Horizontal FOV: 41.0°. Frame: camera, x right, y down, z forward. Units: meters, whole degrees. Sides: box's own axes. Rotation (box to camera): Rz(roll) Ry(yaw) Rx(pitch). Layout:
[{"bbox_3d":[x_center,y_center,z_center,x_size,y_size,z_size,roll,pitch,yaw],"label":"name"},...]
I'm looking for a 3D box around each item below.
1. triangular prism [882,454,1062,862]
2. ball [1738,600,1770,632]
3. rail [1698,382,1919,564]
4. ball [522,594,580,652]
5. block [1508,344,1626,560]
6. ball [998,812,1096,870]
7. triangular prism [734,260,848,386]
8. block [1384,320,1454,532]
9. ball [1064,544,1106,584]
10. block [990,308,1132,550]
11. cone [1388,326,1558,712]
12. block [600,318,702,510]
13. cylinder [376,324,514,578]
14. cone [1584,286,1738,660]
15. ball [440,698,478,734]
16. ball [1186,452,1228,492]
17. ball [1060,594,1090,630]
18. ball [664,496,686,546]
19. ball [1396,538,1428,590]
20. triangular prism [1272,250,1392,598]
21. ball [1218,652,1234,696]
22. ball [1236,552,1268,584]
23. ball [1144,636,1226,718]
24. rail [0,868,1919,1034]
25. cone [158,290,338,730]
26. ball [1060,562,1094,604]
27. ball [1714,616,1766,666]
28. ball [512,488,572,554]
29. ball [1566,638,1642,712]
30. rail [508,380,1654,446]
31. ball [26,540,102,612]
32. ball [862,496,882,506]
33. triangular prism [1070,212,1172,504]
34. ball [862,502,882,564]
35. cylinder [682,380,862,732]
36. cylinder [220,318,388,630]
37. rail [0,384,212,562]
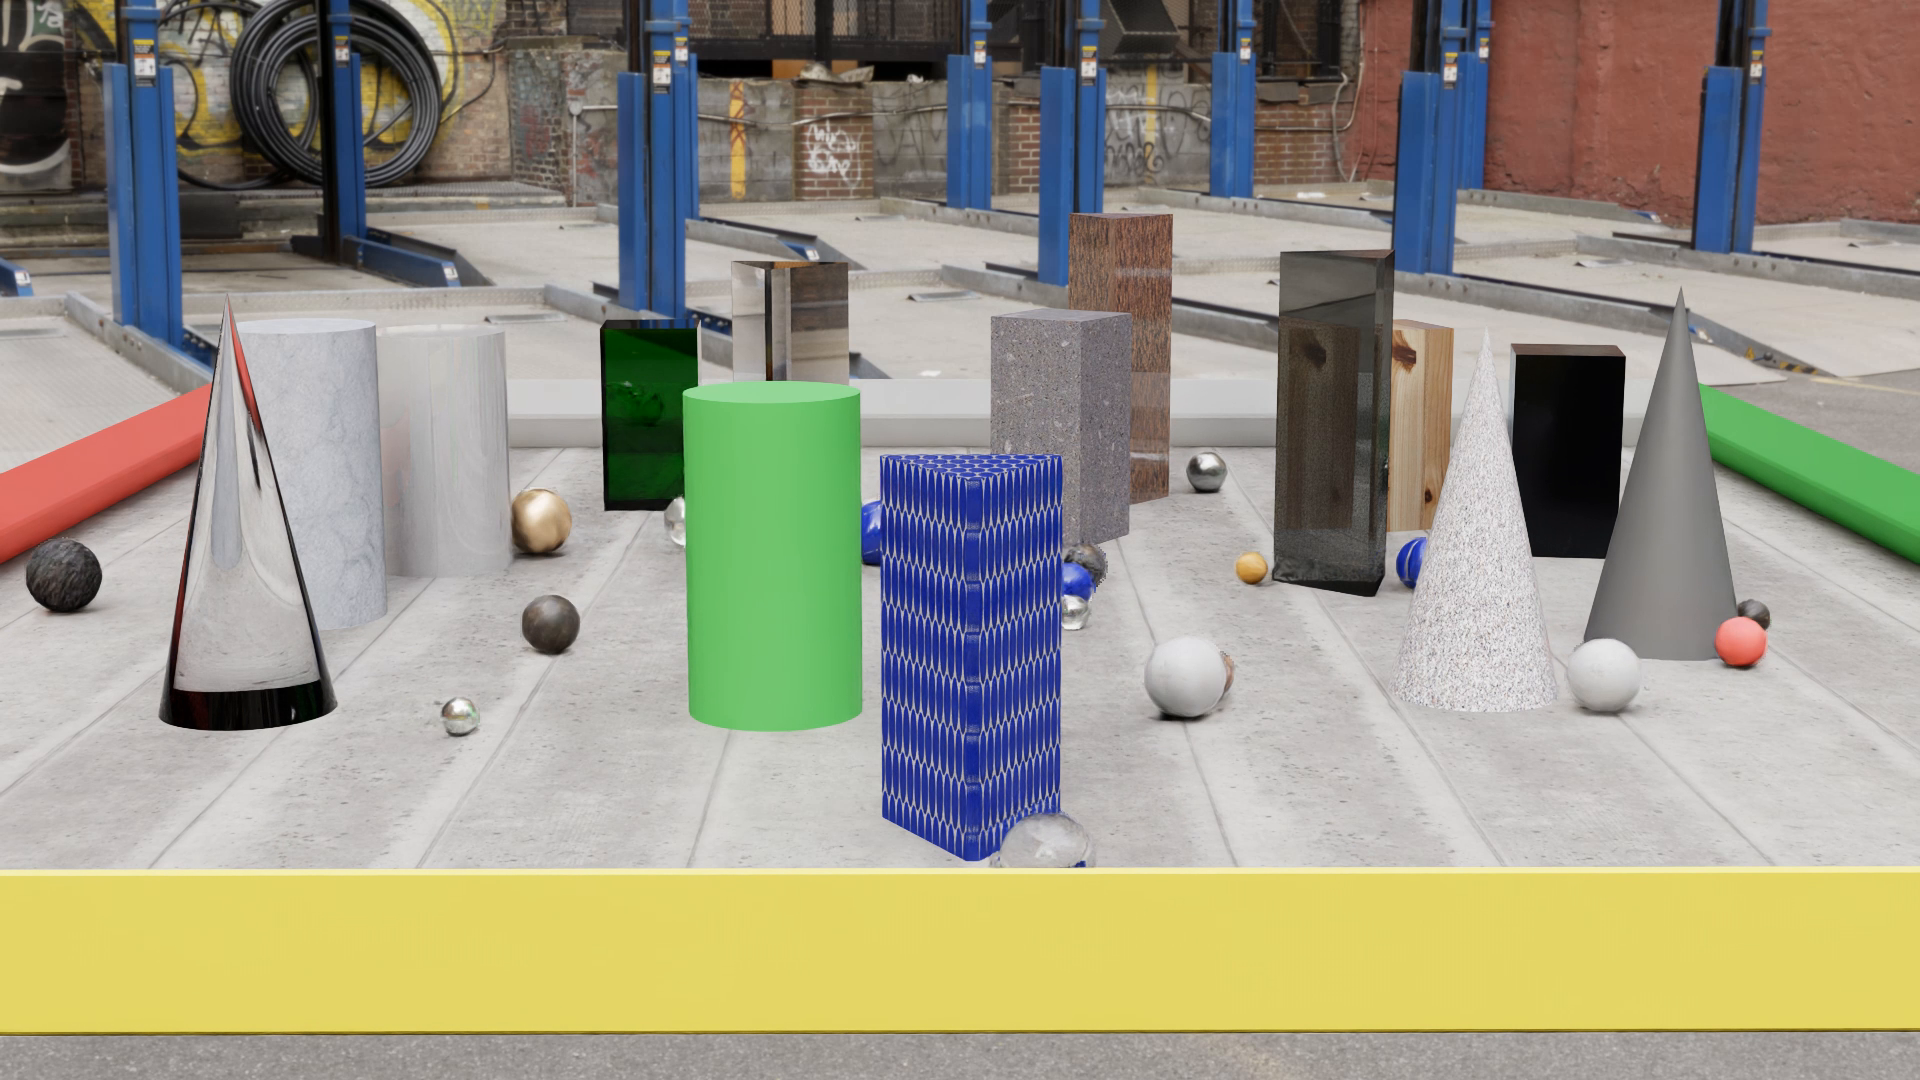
[{"bbox_3d":[0.033,0.101,2.455,0.149,0.359,0.172,-6,12,-30],"label":"triangular prism"},{"bbox_3d":[1.021,0.101,3.310,0.048,0.048,0.048,0,10,0],"label":"ball"},{"bbox_3d":[1.397,0.032,3.457,0.045,0.129,3.066,0,10,0],"label":"rail"},{"bbox_3d":[-0.514,0.105,3.220,0.074,0.074,0.074,0,10,0],"label":"ball"},{"bbox_3d":[0.915,-0.137,3.894,0.159,0.304,0.159,2,11,9],"label":"block"},{"bbox_3d":[0.076,0.280,2.241,0.085,0.085,0.085,0,10,0],"label":"ball"},{"bbox_3d":[-0.276,-0.186,3.778,0.149,0.442,0.172,8,13,38],"label":"triangular prism"},{"bbox_3d":[0.676,-0.185,4.110,0.159,0.319,0.159,-3,11,-18],"label":"block"},{"bbox_3d":[0.176,0.036,3.626,0.060,0.060,0.060,0,10,0],"label":"ball"},{"bbox_3d":[0.157,-0.176,3.981,0.159,0.348,0.159,7,12,31],"label":"block"},{"bbox_3d":[0.605,-0.035,2.985,0.199,0.433,0.199,0,10,0],"label":"cone"},{"bbox_3d":[-0.515,-0.212,4.304,0.159,0.302,0.159,-1,11,-4],"label":"block"},{"bbox_3d":[-0.761,-0.134,3.760,0.199,0.346,0.199,0,10,0],"label":"cylinder"},{"bbox_3d":[0.898,-0.094,3.236,0.199,0.458,0.199,0,10,0],"label":"cone"},{"bbox_3d":[-0.552,0.194,2.828,0.041,0.041,0.041,0,10,0],"label":"ball"},{"bbox_3d":[0.427,-0.118,4.431,0.070,0.070,0.070,0,10,0],"label":"ball"},{"bbox_3d":[0.146,0.094,3.352,0.046,0.046,0.046,0,10,0],"label":"ball"},{"bbox_3d":[-0.416,-0.029,3.932,0.078,0.078,0.078,0,10,0],"label":"ball"},{"bbox_3d":[0.649,0.035,3.599,0.074,0.074,0.074,0,10,0],"label":"ball"},{"bbox_3d":[0.561,-0.172,3.629,0.172,0.469,0.149,10,15,44],"label":"triangular prism"},{"bbox_3d":[0.291,0.157,2.985,0.057,0.057,0.057,0,10,0],"label":"ball"},{"bbox_3d":[0.415,0.040,3.647,0.045,0.045,0.045,0,10,0],"label":"ball"},{"bbox_3d":[0.254,0.154,2.897,0.093,0.093,0.093,0,10,0],"label":"ball"},{"bbox_3d":[0.009,0.308,1.965,2.841,0.129,0.045,0,10,0],"label":"rail"},{"bbox_3d":[-0.816,-0.042,2.898,0.199,0.479,0.199,0,10,0],"label":"cone"},{"bbox_3d":[0.146,0.063,3.462,0.067,0.067,0.067,0,10,0],"label":"ball"},{"bbox_3d":[0.957,0.125,3.145,0.061,0.061,0.061,0,10,0],"label":"ball"},{"bbox_3d":[-0.635,-0.027,3.863,0.099,0.099,0.099,0,10,0],"label":"ball"},{"bbox_3d":[0.735,0.154,2.925,0.084,0.084,0.084,0,10,0],"label":"ball"},{"bbox_3d":[-0.009,-0.241,4.933,2.841,0.129,0.045,0,10,0],"label":"rail"},{"bbox_3d":[-1.208,0.048,3.459,0.098,0.098,0.098,0,10,0],"label":"ball"},{"bbox_3d":[-0.129,-0.034,3.987,0.068,0.068,0.068,0,10,0],"label":"ball"},{"bbox_3d":[0.244,-0.308,4.332,0.149,0.480,0.172,8,13,38],"label":"triangular prism"},{"bbox_3d":[-0.120,-0.011,3.791,0.094,0.094,0.094,0,10,0],"label":"ball"},{"bbox_3d":[-0.211,0.014,2.906,0.199,0.366,0.199,0,10,0],"label":"cylinder"},{"bbox_3d":[-0.870,-0.090,3.406,0.199,0.389,0.199,0,10,0],"label":"cylinder"},{"bbox_3d":[-1.397,0.035,3.441,0.045,0.129,3.066,0,10,0],"label":"rail"}]
